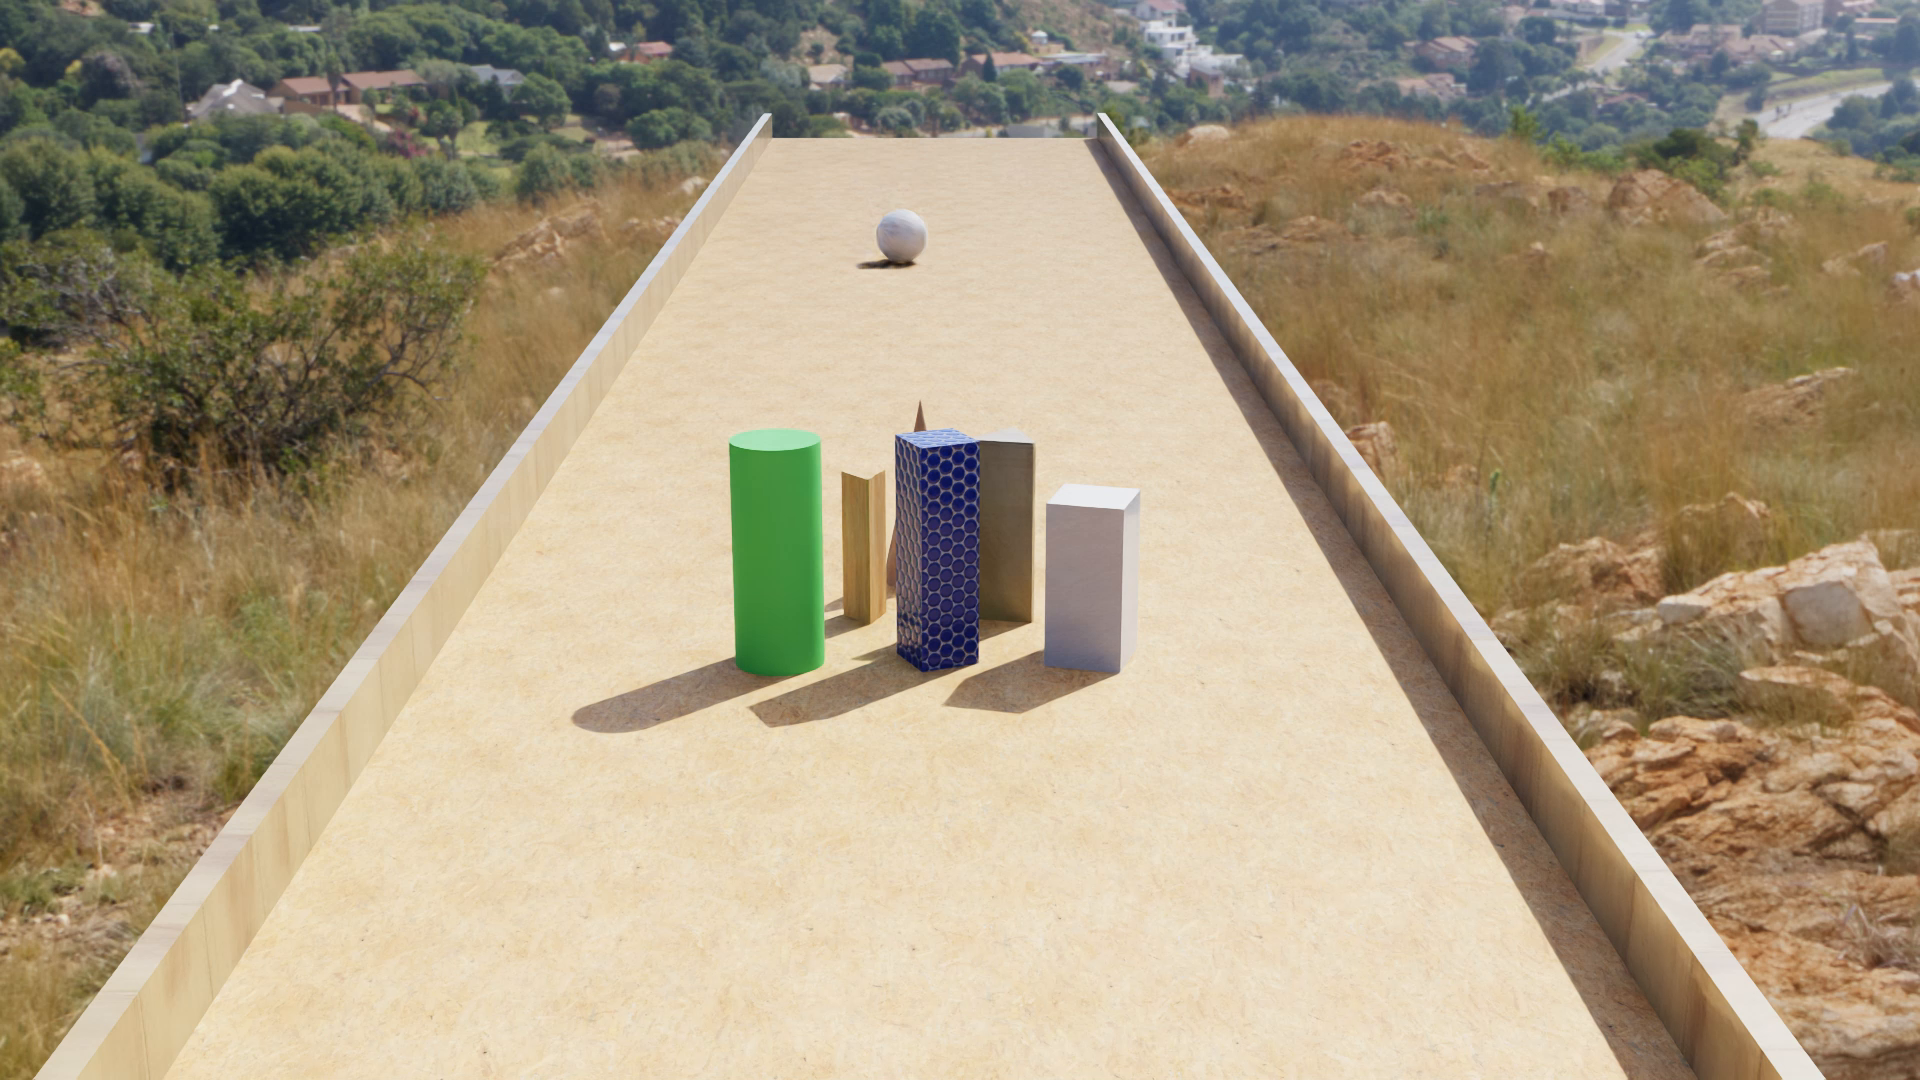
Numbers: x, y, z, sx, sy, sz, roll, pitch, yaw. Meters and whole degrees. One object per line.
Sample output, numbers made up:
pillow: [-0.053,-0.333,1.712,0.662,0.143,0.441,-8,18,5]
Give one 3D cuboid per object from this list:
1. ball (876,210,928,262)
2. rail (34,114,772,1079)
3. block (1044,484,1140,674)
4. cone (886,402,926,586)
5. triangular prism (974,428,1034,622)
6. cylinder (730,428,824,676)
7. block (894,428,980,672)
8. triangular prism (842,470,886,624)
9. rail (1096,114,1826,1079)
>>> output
ball: [-0.239,-1.253,9.060,0.216,0.216,0.216,0,17,0]
rail: [-1.118,-0.838,7.780,0.050,0.150,12.000,0,17,-1]
block: [0.264,0.075,4.386,0.155,0.336,0.155,5,17,16]
cone: [-0.087,-0.112,4.877,0.170,0.414,0.170,0,17,0]
triangular prism: [0.100,-0.034,4.656,0.140,0.391,0.122,4,17,13]
cylinder: [-0.360,0.023,4.346,0.179,0.457,0.179,0,17,0]
block: [-0.045,0.019,4.362,0.125,0.456,0.125,-8,18,-24]
triangular prism: [-0.189,0.009,4.640,0.079,0.316,0.091,-13,21,-37]
rail: [0.932,-0.844,7.801,0.050,0.150,12.000,0,17,-1]
